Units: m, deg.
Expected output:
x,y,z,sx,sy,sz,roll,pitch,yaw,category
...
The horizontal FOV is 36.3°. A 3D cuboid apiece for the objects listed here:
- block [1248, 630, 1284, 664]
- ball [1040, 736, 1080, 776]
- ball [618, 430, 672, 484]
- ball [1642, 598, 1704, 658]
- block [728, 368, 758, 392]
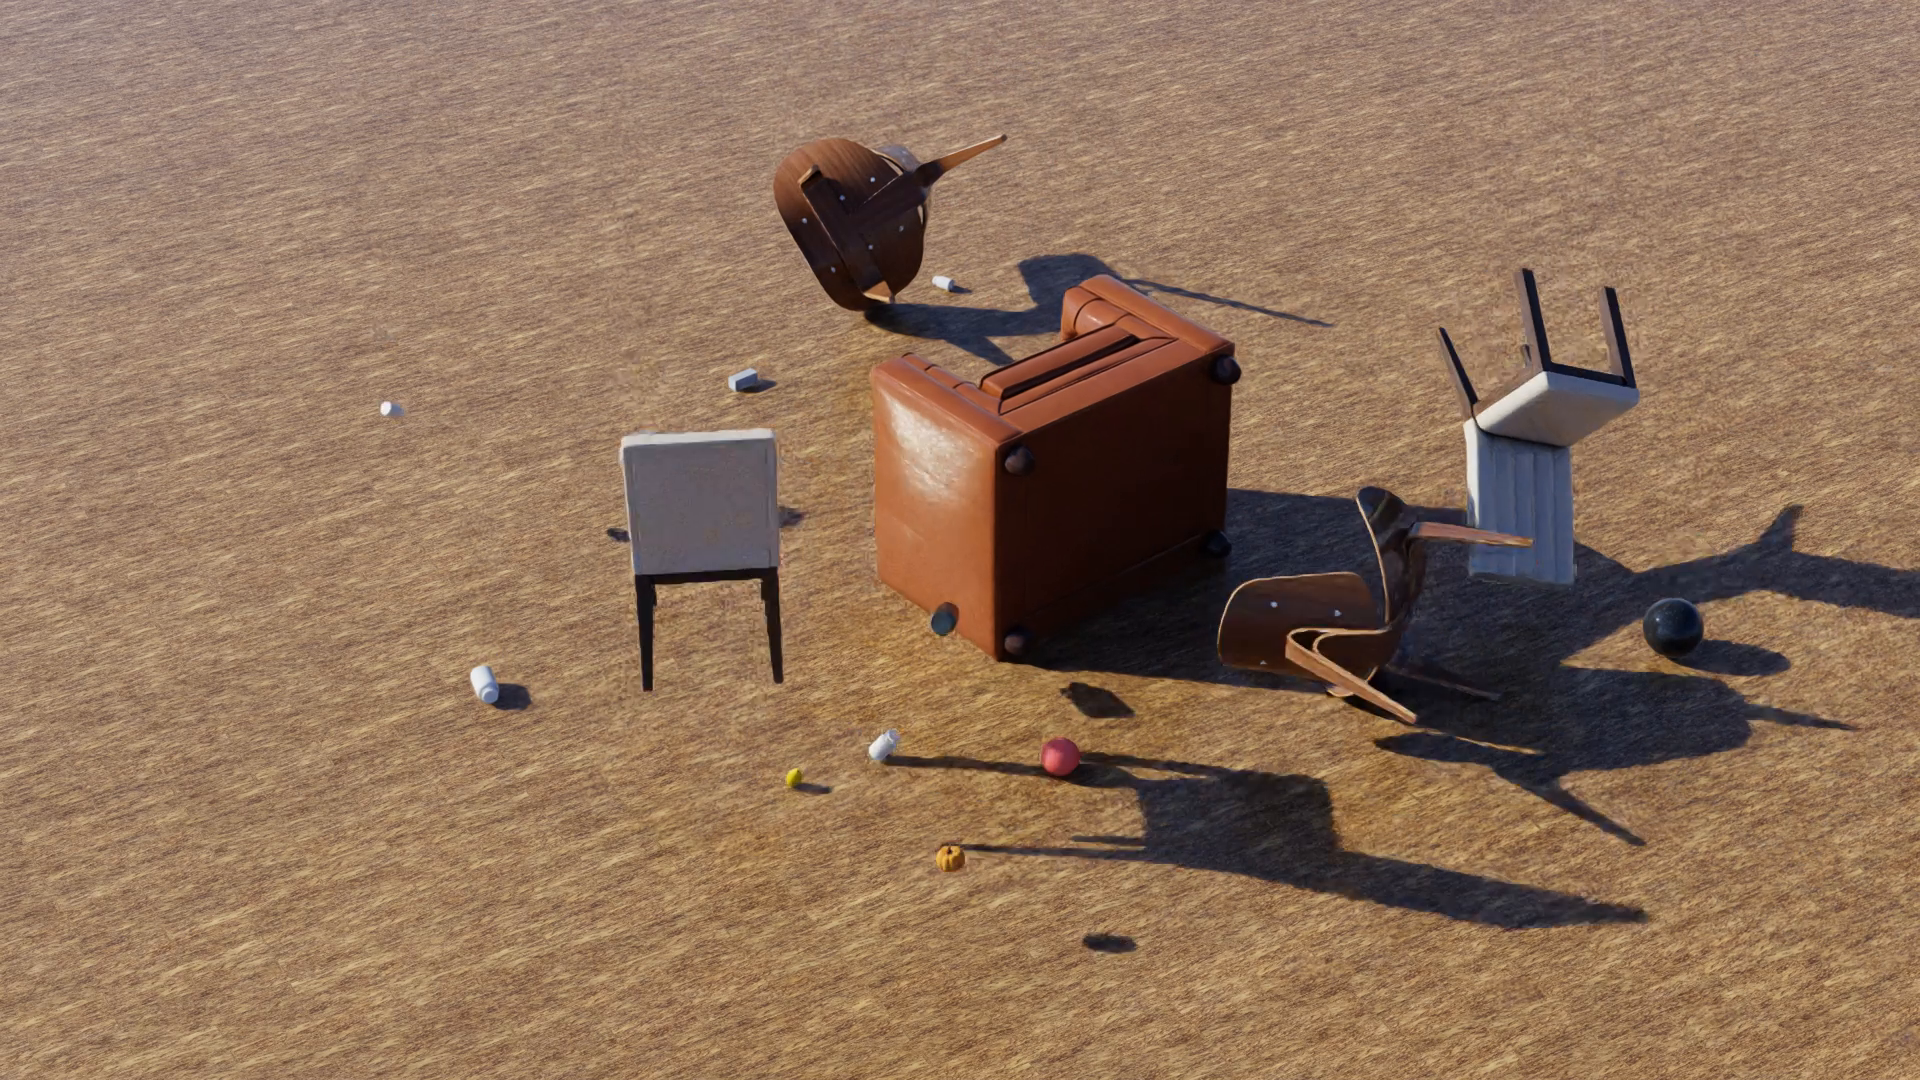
x,y,z,sx,sy,sz,roll,pitch,yaw,category
1.072,0.377,10.287,0.097,0.074,0.076,-6,52,-10,block
0.333,0.719,9.735,0.130,0.130,0.130,0,33,0,ball
-1.184,-0.313,11.034,0.200,0.200,0.200,0,33,0,ball
2.503,0.307,10.286,0.212,0.212,0.212,0,33,0,ball
-0.879,-0.649,11.884,0.113,0.049,0.044,-26,41,-33,block
